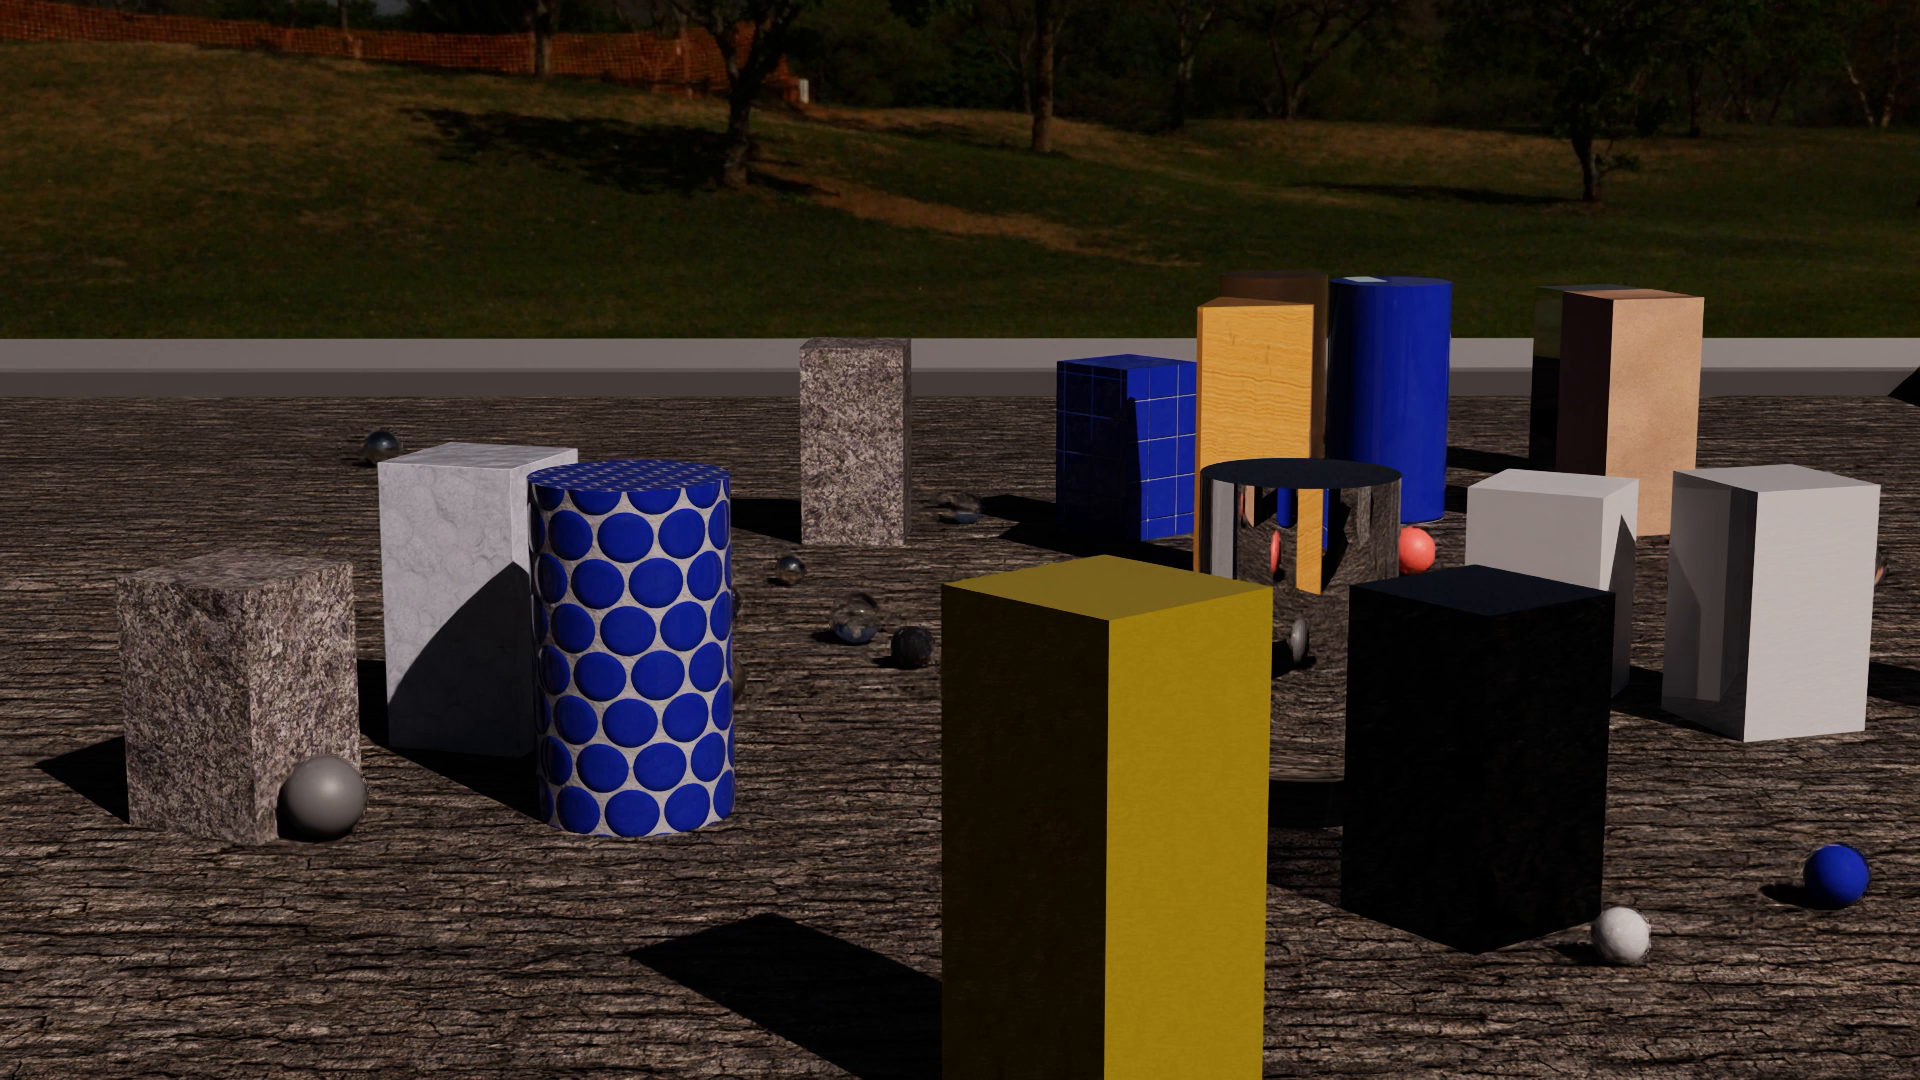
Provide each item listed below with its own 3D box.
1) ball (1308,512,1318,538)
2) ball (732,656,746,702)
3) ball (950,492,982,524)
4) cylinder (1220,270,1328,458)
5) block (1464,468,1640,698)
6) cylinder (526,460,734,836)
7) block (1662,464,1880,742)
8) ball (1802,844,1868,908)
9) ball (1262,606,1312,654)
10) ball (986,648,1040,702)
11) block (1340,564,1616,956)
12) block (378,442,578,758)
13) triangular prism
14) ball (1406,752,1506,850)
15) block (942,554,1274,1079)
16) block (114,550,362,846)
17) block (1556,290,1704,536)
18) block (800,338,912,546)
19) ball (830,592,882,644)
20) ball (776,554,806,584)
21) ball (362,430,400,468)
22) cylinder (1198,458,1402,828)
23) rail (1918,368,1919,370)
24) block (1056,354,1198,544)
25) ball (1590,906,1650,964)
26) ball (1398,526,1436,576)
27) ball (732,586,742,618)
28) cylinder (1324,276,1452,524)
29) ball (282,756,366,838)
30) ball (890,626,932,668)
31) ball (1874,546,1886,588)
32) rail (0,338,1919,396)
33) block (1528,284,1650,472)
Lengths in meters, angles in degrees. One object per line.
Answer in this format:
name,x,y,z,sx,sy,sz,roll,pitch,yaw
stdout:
ball,0.538,-0.023,3.996,0.041,0.041,0.041,0,11,0
ball,-0.276,0.161,2.947,0.061,0.061,0.061,0,11,0
ball,0.010,-0.050,4.114,0.050,0.050,0.050,0,11,0
cylinder,0.569,-0.310,4.691,0.196,0.351,0.196,0,11,0
block,0.690,0.055,3.003,0.157,0.248,0.157,6,12,28
cylinder,-0.321,0.102,2.517,0.196,0.334,0.196,0,11,0
block,0.903,0.067,2.866,0.157,0.276,0.157,-4,11,-18
ball,0.766,0.294,2.245,0.055,0.055,0.055,0,11,0
ball,0.409,0.113,3.205,0.061,0.061,0.061,0,11,0
ball,0.062,0.156,2.965,0.063,0.063,0.063,0,11,0
block,0.443,0.183,2.206,0.157,0.287,0.157,-8,13,-36
block,-0.519,0.061,2.798,0.157,0.311,0.157,3,11,18
triangular prism,0.400,-0.148,3.704,0.170,0.393,0.147,-3,11,-13
ball,0.465,0.245,2.408,0.092,0.092,0.092,0,11,0
block,0.098,0.218,1.753,0.157,0.383,0.157,-9,14,-42
block,-0.701,0.149,2.503,0.157,0.245,0.157,5,12,25
block,1.055,-0.203,4.059,0.157,0.371,0.157,-3,11,-16
block,-0.160,-0.155,3.988,0.157,0.303,0.157,1,11,4
ball,-0.132,0.100,3.266,0.065,0.065,0.065,0,11,0
ball,-0.241,0.042,3.636,0.042,0.042,0.042,0,11,0
ball,-1.058,-0.166,4.692,0.068,0.068,0.068,0,11,0
cylinder,0.334,0.097,2.544,0.196,0.332,0.196,0,11,0
rail,2.148,0.031,3.461,0.045,0.127,4.558,0,11,0
block,0.262,-0.146,4.034,0.157,0.269,0.157,-9,14,-40
ball,0.541,0.324,2.102,0.047,0.047,0.047,0,11,0
ball,0.650,0.016,3.699,0.070,0.070,0.070,0,11,0
ball,-0.316,0.083,3.387,0.053,0.053,0.053,0,11,0
cylinder,0.695,-0.229,4.171,0.196,0.382,0.196,0,11,0
ball,-0.606,0.245,2.446,0.078,0.078,0.078,0,11,0
ball,-0.059,0.131,3.134,0.052,0.052,0.052,0,11,0
ball,1.247,0.035,3.573,0.080,0.080,0.080,0,11,0
rail,-0.013,-0.378,5.667,4.344,0.127,0.045,0,11,0
block,1.126,-0.277,4.549,0.157,0.337,0.157,-4,11,-22
